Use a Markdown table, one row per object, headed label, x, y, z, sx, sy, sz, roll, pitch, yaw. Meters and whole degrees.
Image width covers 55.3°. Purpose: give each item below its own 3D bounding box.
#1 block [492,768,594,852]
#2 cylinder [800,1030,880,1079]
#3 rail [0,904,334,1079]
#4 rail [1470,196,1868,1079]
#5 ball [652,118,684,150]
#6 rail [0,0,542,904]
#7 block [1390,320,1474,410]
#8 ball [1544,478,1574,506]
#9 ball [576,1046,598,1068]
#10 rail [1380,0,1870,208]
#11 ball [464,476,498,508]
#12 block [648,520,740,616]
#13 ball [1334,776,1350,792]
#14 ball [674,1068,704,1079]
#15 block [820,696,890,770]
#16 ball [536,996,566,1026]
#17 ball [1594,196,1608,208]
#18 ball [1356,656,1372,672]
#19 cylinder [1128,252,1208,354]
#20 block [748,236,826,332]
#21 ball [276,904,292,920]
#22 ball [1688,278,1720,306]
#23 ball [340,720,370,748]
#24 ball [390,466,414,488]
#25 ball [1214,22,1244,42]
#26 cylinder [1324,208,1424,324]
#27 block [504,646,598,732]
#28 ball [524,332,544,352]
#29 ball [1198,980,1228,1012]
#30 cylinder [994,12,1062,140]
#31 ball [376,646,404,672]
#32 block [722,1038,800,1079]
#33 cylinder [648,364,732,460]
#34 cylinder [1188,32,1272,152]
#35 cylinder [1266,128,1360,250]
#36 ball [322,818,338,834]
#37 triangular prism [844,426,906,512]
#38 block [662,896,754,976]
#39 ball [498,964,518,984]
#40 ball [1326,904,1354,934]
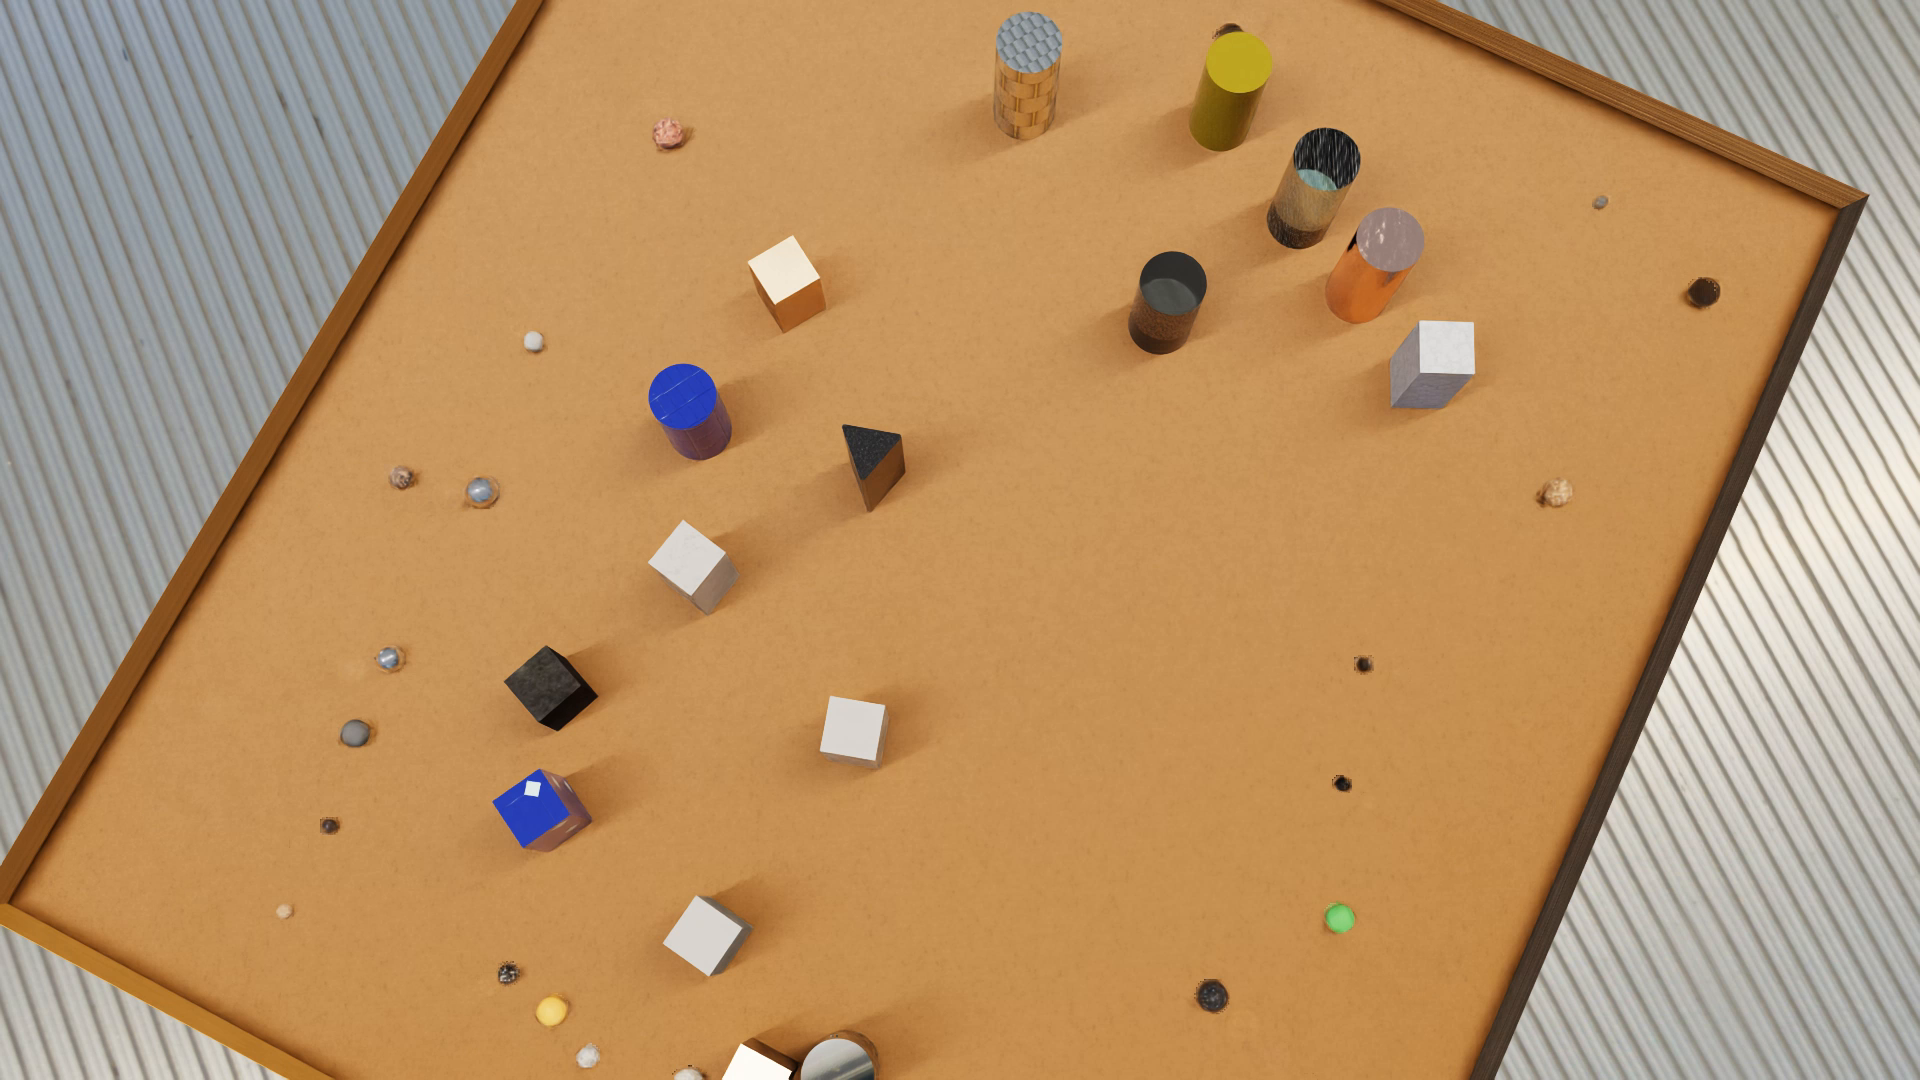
| label | x | y | z | sx | sy | sz | roll | pitch | yaw |
| --- | --- | --- | --- | --- | --- | --- | --- | --- | --- |
| block | -1.198 | 0.783 | 5.283 | 0.158 | 0.336 | 0.158 | -35 | 80 | -7 |
| cylinder | -0.329 | 1.480 | 5.109 | 0.198 | 0.393 | 0.198 | 0 | 78 | 0 |
| rail | -0.993 | 1.952 | 5.146 | 4.094 | 0.129 | 0.045 | 26 | 80 | 5 |
| rail | 1.810 | 0.893 | 5.365 | 0.045 | 0.129 | 4.490 | 26 | 80 | 5 |
| ball | -0.930 | -1.294 | 5.835 | 0.097 | 0.097 | 0.097 | 0 | 78 | 0 |
| rail | -1.810 | -0.879 | 5.732 | 0.045 | 0.129 | 4.490 | 26 | 80 | 5 |
| block | 1.422 | -0.525 | 5.534 | 0.158 | 0.374 | 0.158 | 2 | 78 | 0 |
| ball | 1.829 | -0.145 | 5.602 | 0.088 | 0.088 | 0.088 | 0 | 78 | 0 |
| ball | -1.072 | 1.489 | 5.277 | 0.062 | 0.062 | 0.062 | 0 | 78 | 0 |
| rail | 0.993 | -1.939 | 5.951 | 4.094 | 0.129 | 0.045 | 26 | 80 | 5 |
| ball | -1.461 | -0.149 | 5.597 | 0.099 | 0.099 | 0.099 | 0 | 78 | 0 |
| block | -0.781 | 0.087 | 5.416 | 0.158 | 0.357 | 0.158 | 37 | 81 | 7 |
| ball | 1.136 | 0.726 | 5.443 | 0.046 | 0.046 | 0.046 | 0 | 78 | 0 |
| ball | -0.777 | 1.559 | 5.247 | 0.092 | 0.092 | 0.092 | 0 | 78 | 0 |
| block | -0.304 | 0.564 | 5.335 | 0.158 | 0.323 | 0.158 | 10 | 78 | 2 |
| ball | -1.179 | 1.361 | 5.291 | 0.086 | 0.086 | 0.086 | 0 | 78 | 0 |
| ball | 2.036 | -1.074 | 5.817 | 0.042 | 0.042 | 0.042 | 0 | 78 | 0 |
| ball | 1.217 | 0.375 | 5.514 | 0.049 | 0.049 | 0.049 | 0 | 78 | 0 |
| cylinder | 0.627 | -0.716 | 5.569 | 0.198 | 0.384 | 0.198 | 0 | 78 | 0 |
| block | -0.529 | -0.782 | 5.635 | 0.158 | 0.281 | 0.158 | -32 | 80 | -6 |
| ball | -1.978 | 1.088 | 5.368 | 0.045 | 0.045 | 0.045 | 0 | 78 | 0 |
| ball | 2.329 | -0.775 | 5.730 | 0.092 | 0.092 | 0.092 | 0 | 78 | 0 |
| ball | -1.801 | 0.576 | 5.455 | 0.083 | 0.083 | 0.083 | 0 | 78 | 0 |
| ball | -1.714 | -0.192 | 5.620 | 0.071 | 0.071 | 0.071 | 0 | 78 | 0 |
| ball | 0.869 | -1.613 | 5.900 | 0.099 | 0.099 | 0.099 | 0 | 78 | 0 |
| cylinder | 1.248 | -0.824 | 5.546 | 0.198 | 0.473 | 0.198 | 0 | 78 | 0 |
| block | -1.200 | 0.439 | 5.392 | 0.158 | 0.262 | 0.158 | -41 | 81 | -8 |
| ball | -1.328 | -0.619 | 5.712 | 0.063 | 0.063 | 0.063 | 0 | 78 | 0 |
| ball | 0.731 | 1.320 | 5.297 | 0.091 | 0.091 | 0.091 | 0 | 78 | 0 |
| cylinder | 0.206 | -1.429 | 5.670 | 0.198 | 0.474 | 0.198 | 0 | 78 | 0 |
| ball | -1.712 | 0.357 | 5.500 | 0.083 | 0.083 | 0.083 | 0 | 78 | 0 |
| block | -0.568 | 1.518 | 5.153 | 0.158 | 0.293 | 0.158 | 27 | 80 | 5 |
| cylinder | -0.806 | -0.380 | 5.505 | 0.198 | 0.372 | 0.198 | 0 | 78 | 0 |
| cylinder | 0.835 | -1.385 | 5.687 | 0.198 | 0.425 | 0.198 | 0 | 78 | 0 |
| cylinder | 1.074 | -1.066 | 5.594 | 0.198 | 0.476 | 0.198 | 0 | 78 | 0 |
| ball | -1.864 | 0.846 | 5.419 | 0.045 | 0.045 | 0.045 | 0 | 78 | 0 |
| triangular prism | -0.280 | -0.239 | 5.451 | 0.148 | 0.422 | 0.171 | 40 | 81 | 8 |
| block | -0.715 | 1.128 | 5.231 | 0.158 | 0.297 | 0.158 | 34 | 80 | 7 |
| ball | -1.314 | 1.262 | 5.325 | 0.060 | 0.060 | 0.060 | 0 | 78 | 0 |
| ball | 1.110 | 1.104 | 5.346 | 0.083 | 0.083 | 0.083 | 0 | 78 | 0 |
